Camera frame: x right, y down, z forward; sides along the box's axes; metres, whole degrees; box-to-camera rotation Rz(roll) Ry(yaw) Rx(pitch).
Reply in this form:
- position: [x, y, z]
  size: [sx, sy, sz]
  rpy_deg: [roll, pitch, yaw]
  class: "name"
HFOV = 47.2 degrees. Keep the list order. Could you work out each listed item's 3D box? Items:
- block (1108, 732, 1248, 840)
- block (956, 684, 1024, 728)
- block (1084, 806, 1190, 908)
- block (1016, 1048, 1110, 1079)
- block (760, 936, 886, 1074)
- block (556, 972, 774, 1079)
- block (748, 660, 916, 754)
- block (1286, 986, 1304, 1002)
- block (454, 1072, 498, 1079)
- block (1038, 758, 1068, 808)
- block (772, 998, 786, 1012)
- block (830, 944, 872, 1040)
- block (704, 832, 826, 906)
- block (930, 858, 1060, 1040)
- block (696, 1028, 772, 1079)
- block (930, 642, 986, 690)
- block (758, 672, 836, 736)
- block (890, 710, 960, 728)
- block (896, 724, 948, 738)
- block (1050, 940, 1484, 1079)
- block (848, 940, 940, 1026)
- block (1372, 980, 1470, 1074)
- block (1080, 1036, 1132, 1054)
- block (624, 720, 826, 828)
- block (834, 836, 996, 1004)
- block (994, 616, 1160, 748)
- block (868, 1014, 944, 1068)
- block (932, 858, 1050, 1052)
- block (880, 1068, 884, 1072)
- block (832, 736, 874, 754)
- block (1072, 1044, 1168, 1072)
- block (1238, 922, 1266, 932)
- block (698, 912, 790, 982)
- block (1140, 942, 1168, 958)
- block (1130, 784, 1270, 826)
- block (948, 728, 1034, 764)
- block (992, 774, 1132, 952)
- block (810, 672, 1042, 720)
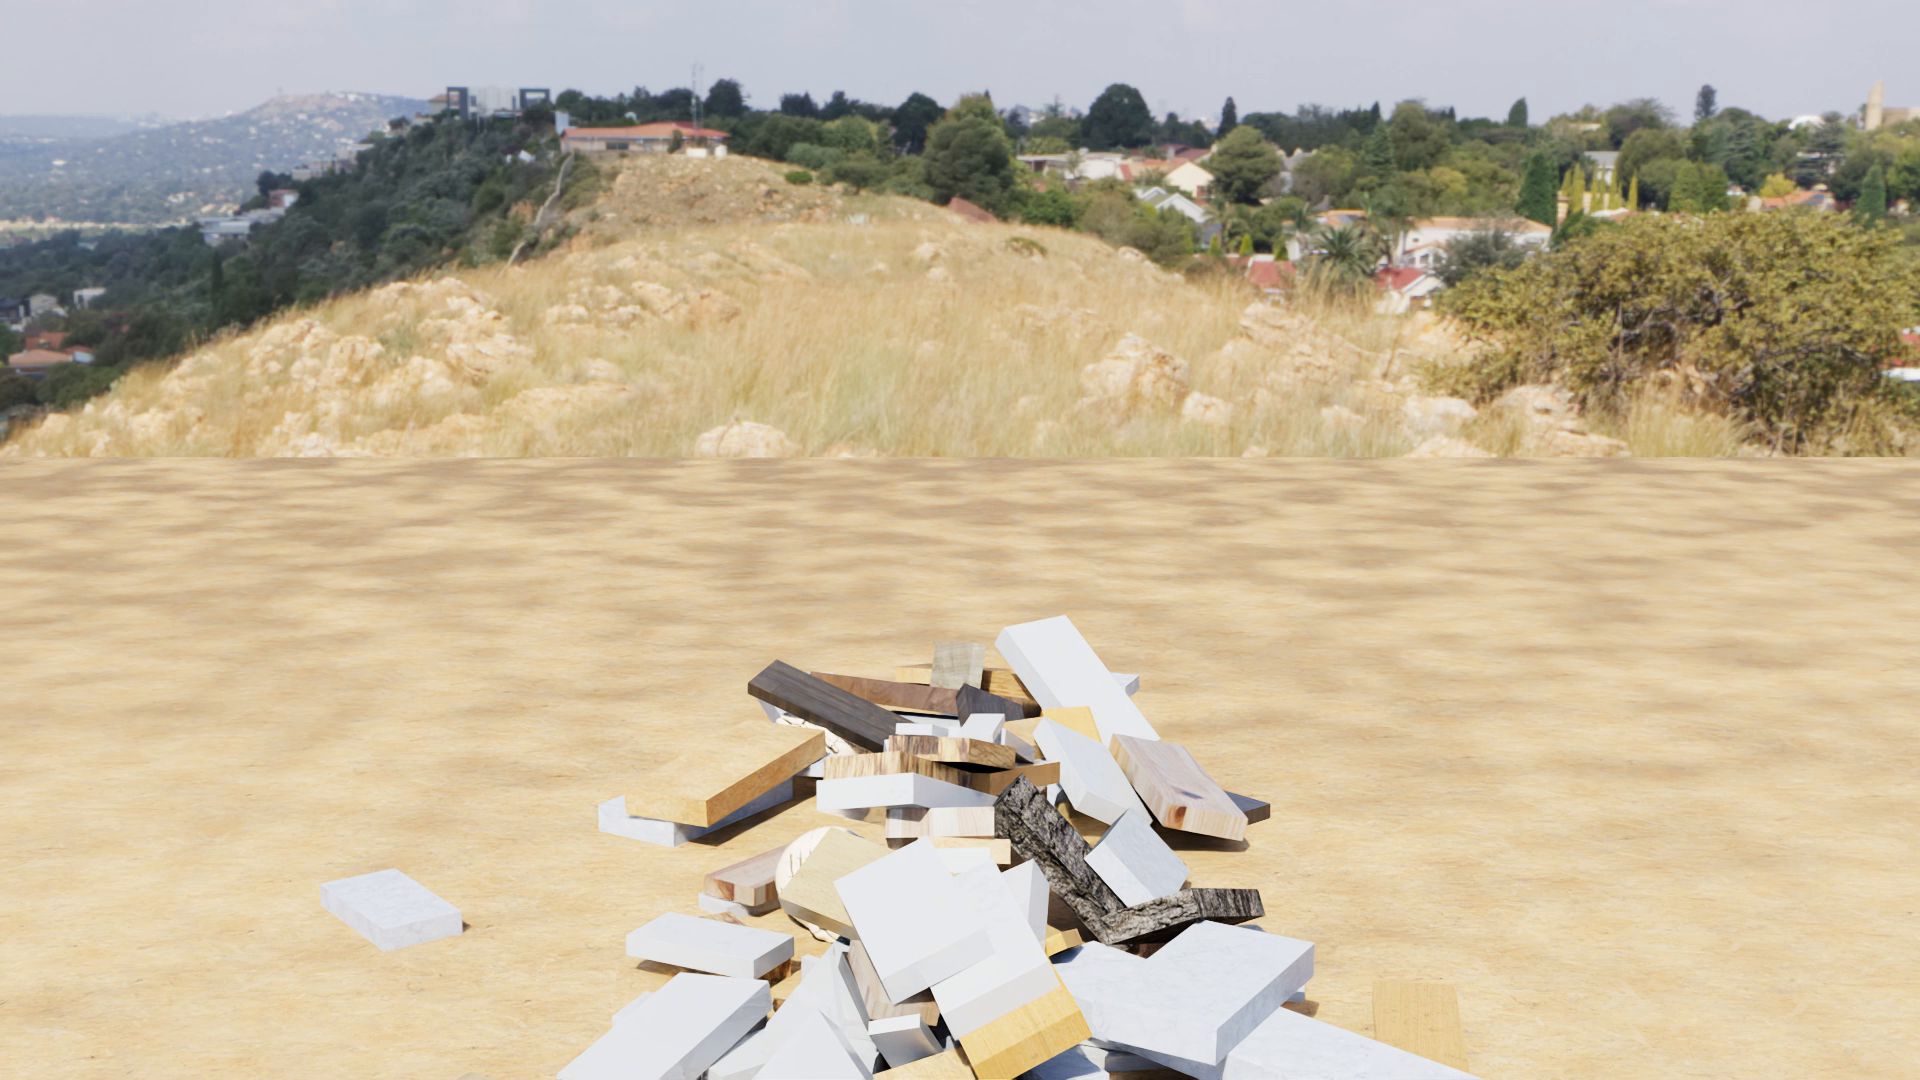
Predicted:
- position: [0.396, 0.451, 4.062]
  size: [0.146, 0.041, 0.466]
  rpy_deg: [12, 9, -10]
  class: "block"
- position: [0.070, 0.390, 4.265]
  size: [0.130, 0.037, 0.283]
  rpy_deg: [22, 25, -17]
  class: "block"
- position: [0.290, 0.527, 3.564]
  size: [0.146, 0.041, 0.292]
  rpy_deg: [47, 13, 6]
  class: "block"
- position: [0.120, 0.694, 2.892]
  size: [0.083, 0.024, 0.166]
  rpy_deg: [-4, 7, -24]
  class: "block"
- position: [-0.131, 0.631, 3.092]
  size: [0.151, 0.043, 0.469]
  rpy_deg: [15, 13, 11]
  class: "block"
- position: [-0.393, 0.674, 2.963]
  size: [0.148, 0.042, 0.296]
  rpy_deg: [-1, 16, 27]
  class: "block"
- position: [-0.223, 0.343, 4.304]
  size: [0.407, 0.027, 0.097]
  rpy_deg: [22, 37, 24]
  class: "block"
- position: [0.450, 0.660, 3.246]
  size: [0.116, 0.016, 0.058]
  rpy_deg: [2, 11, 9]
  class: "block"
- position: [-0.660, 0.729, 2.880]
  size: [0.054, 0.015, 0.109]
  rpy_deg: [6, 12, 29]
  class: "block"
- position: [0.168, 0.444, 4.140]
  size: [0.107, 0.030, 0.213]
  rpy_deg: [19, 17, 19]
  class: "block"
- position: [-0.189, 0.669, 3.099]
  size: [0.144, 0.015, 0.052]
  rpy_deg: [11, 2, -17]
  class: "block"
- position: [-0.124, 0.618, 3.001]
  size: [0.090, 0.025, 0.228]
  rpy_deg: [11, 13, -9]
  class: "block"
- position: [-0.287, 0.548, 3.681]
  size: [0.107, 0.030, 0.305]
  rpy_deg: [8, 12, 34]
  class: "block"
- position: [0.020, 0.540, 2.932]
  size: [0.151, 0.043, 0.302]
  rpy_deg: [-26, 21, -4]
  class: "block"
- position: [-0.267, 0.702, 2.992]
  size: [0.194, 0.028, 0.097]
  rpy_deg: [-8, 13, -38]
  class: "block"
- position: [-0.006, 0.264, 4.584]
  size: [0.028, 0.099, 0.198]
  rpy_deg: [10, -6, -23]
  class: "block"
- position: [-0.331, 0.357, 4.789]
  size: [0.175, 0.050, 0.351]
  rpy_deg: [-3, 11, -13]
  class: "block"
- position: [-0.042, 0.390, 4.459]
  size: [0.261, 0.037, 0.131]
  rpy_deg: [4, 11, 20]
  class: "block"
- position: [-0.058, 0.298, 3.417]
  size: [0.057, 0.016, 0.113]
  rpy_deg: [1, -8, 13]
  class: "block"
- position: [0.394, 0.670, 2.890]
  size: [0.727, 0.049, 0.174]
  rpy_deg: [11, 15, 43]
  class: "block"
- position: [-0.090, 0.589, 2.933]
  size: [0.090, 0.025, 0.179]
  rpy_deg: [9, 14, -15]
  class: "block"
- position: [0.591, 0.741, 2.766]
  size: [0.117, 0.033, 0.896]
  rpy_deg: [2, 11, 9]
  class: "block"
- position: [0.182, 0.673, 3.039]
  size: [0.151, 0.021, 0.076]
  rpy_deg: [5, 12, 21]
  class: "block"
- position: [-0.428, 0.426, 4.066]
  size: [0.176, 0.050, 0.406]
  rpy_deg: [5, 16, 27]
  class: "block"
- position: [-0.066, 0.509, 2.973]
  size: [0.148, 0.042, 0.296]
  rpy_deg: [-26, 21, -7]
  class: "block"
- position: [0.239, 0.309, 4.499]
  size: [0.176, 0.050, 0.351]
  rpy_deg: [-9, 51, -40]
  class: "block"
- position: [-0.063, 0.668, 2.879]
  size: [0.070, 0.140, 0.020]
  rpy_deg: [-12, 46, 14]
  class: "block"
- position: [0.030, 0.594, 3.069]
  size: [0.174, 0.049, 0.348]
  rpy_deg: [-26, 20, 16]
  class: "block"
- position: [-0.146, 0.720, 2.894]
  size: [0.194, 0.028, 0.097]
  rpy_deg: [9, 14, 40]
  class: "block"
- position: [-0.171, 0.419, 4.524]
  size: [0.169, 0.024, 0.085]
  rpy_deg: [1, 11, 6]
  class: "block"
- position: [0.152, 0.703, 3.002]
  size: [0.260, 0.021, 0.076]
  rpy_deg: [-1, 11, -8]
  class: "block"
- position: [0.422, 0.624, 3.443]
  size: [0.116, 0.016, 0.058]
  rpy_deg: [-4, 11, -18]
  class: "block"
- position: [-0.359, 0.629, 3.373]
  size: [0.113, 0.032, 0.226]
  rpy_deg: [-6, 12, -29]
  class: "block"
- position: [0.300, 0.626, 3.352]
  size: [0.054, 0.015, 0.109]
  rpy_deg: [36, 10, -3]
  class: "block"
- position: [0.446, 0.489, 4.136]
  size: [0.099, 0.028, 0.274]
  rpy_deg: [-9, 14, -41]
  class: "block"
- position: [0.055, 0.348, 3.726]
  size: [0.097, 0.027, 0.193]
  rpy_deg: [0, -14, 17]
  class: "block"
- position: [0.170, 0.508, 3.449]
  size: [0.042, 0.298, 0.149]
  rpy_deg: [-44, -1, 16]
  class: "block"
- position: [-0.072, 0.330, 4.575]
  size: [0.456, 0.050, 0.175]
  rpy_deg: [6, -5, 15]
  class: "block"
